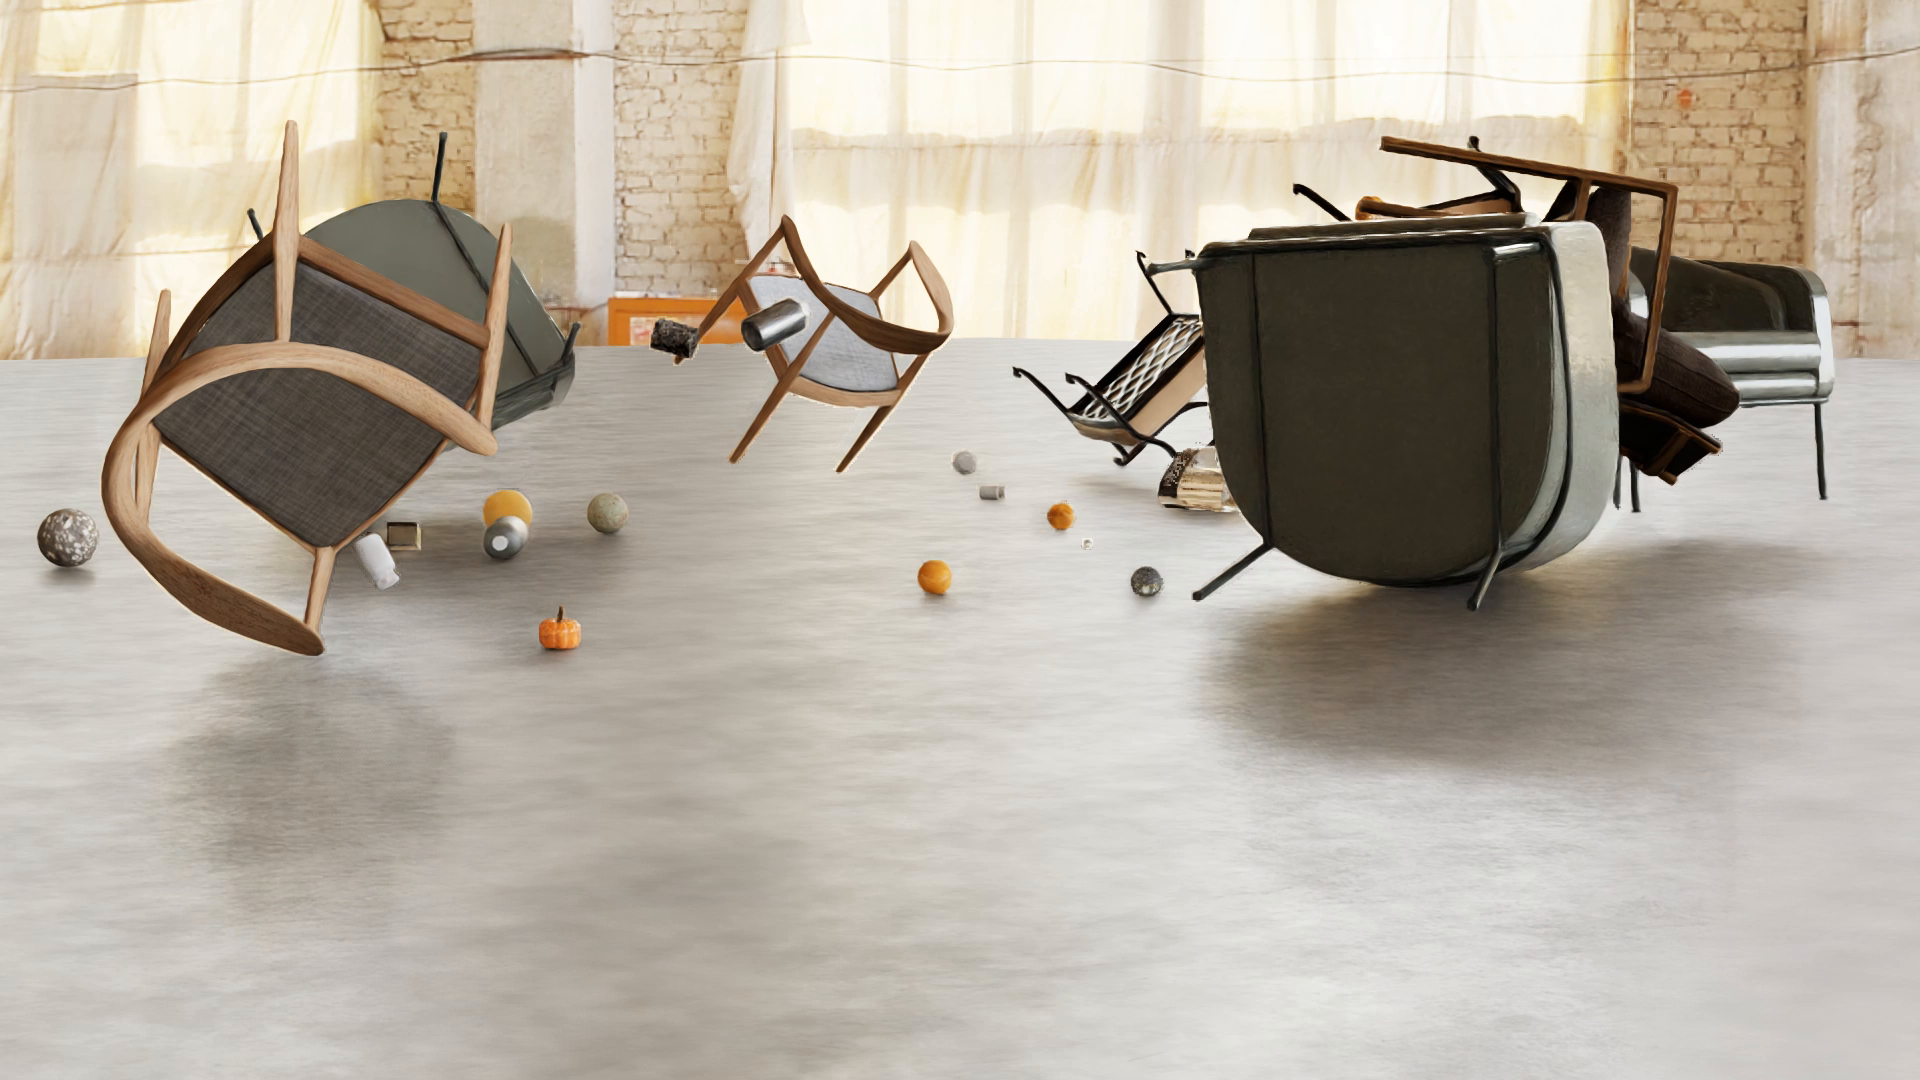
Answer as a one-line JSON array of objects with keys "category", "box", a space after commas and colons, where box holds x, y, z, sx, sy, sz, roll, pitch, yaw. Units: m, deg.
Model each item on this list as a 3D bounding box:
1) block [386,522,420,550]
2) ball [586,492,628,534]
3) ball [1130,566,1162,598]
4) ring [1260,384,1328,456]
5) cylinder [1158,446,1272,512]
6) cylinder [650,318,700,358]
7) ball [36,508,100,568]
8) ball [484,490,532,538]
[{"category": "block", "box": [-1.332, -0.009, 6.140, 0.070, 0.052, 0.081, 0, -11, -4]}, {"category": "ball", "box": [-0.901, -0.069, 6.561, 0.106, 0.106, 0.106, 0, 6, 0]}, {"category": "ball", "box": [0.383, 0.086, 5.264, 0.065, 0.065, 0.065, 0, 6, 0]}, {"category": "ring", "box": [1.051, -0.377, 8.066, 0.295, 0.068, 0.282, 46, -7, 38]}, {"category": "cylinder", "box": [0.723, -0.175, 7.264, 0.217, 0.137, 0.272, 5, 34, 41]}, {"category": "cylinder", "box": [-0.566, -0.401, 5.095, 0.079, 0.060, 0.100, 16, 12, 0]}, {"category": "ball", "box": [-2.018, -0.005, 5.808, 0.134, 0.134, 0.134, 0, 6, 0]}, {"category": "ball", "box": [-1.138, -0.066, 6.458, 0.122, 0.122, 0.122, 0, 6, 0]}]
